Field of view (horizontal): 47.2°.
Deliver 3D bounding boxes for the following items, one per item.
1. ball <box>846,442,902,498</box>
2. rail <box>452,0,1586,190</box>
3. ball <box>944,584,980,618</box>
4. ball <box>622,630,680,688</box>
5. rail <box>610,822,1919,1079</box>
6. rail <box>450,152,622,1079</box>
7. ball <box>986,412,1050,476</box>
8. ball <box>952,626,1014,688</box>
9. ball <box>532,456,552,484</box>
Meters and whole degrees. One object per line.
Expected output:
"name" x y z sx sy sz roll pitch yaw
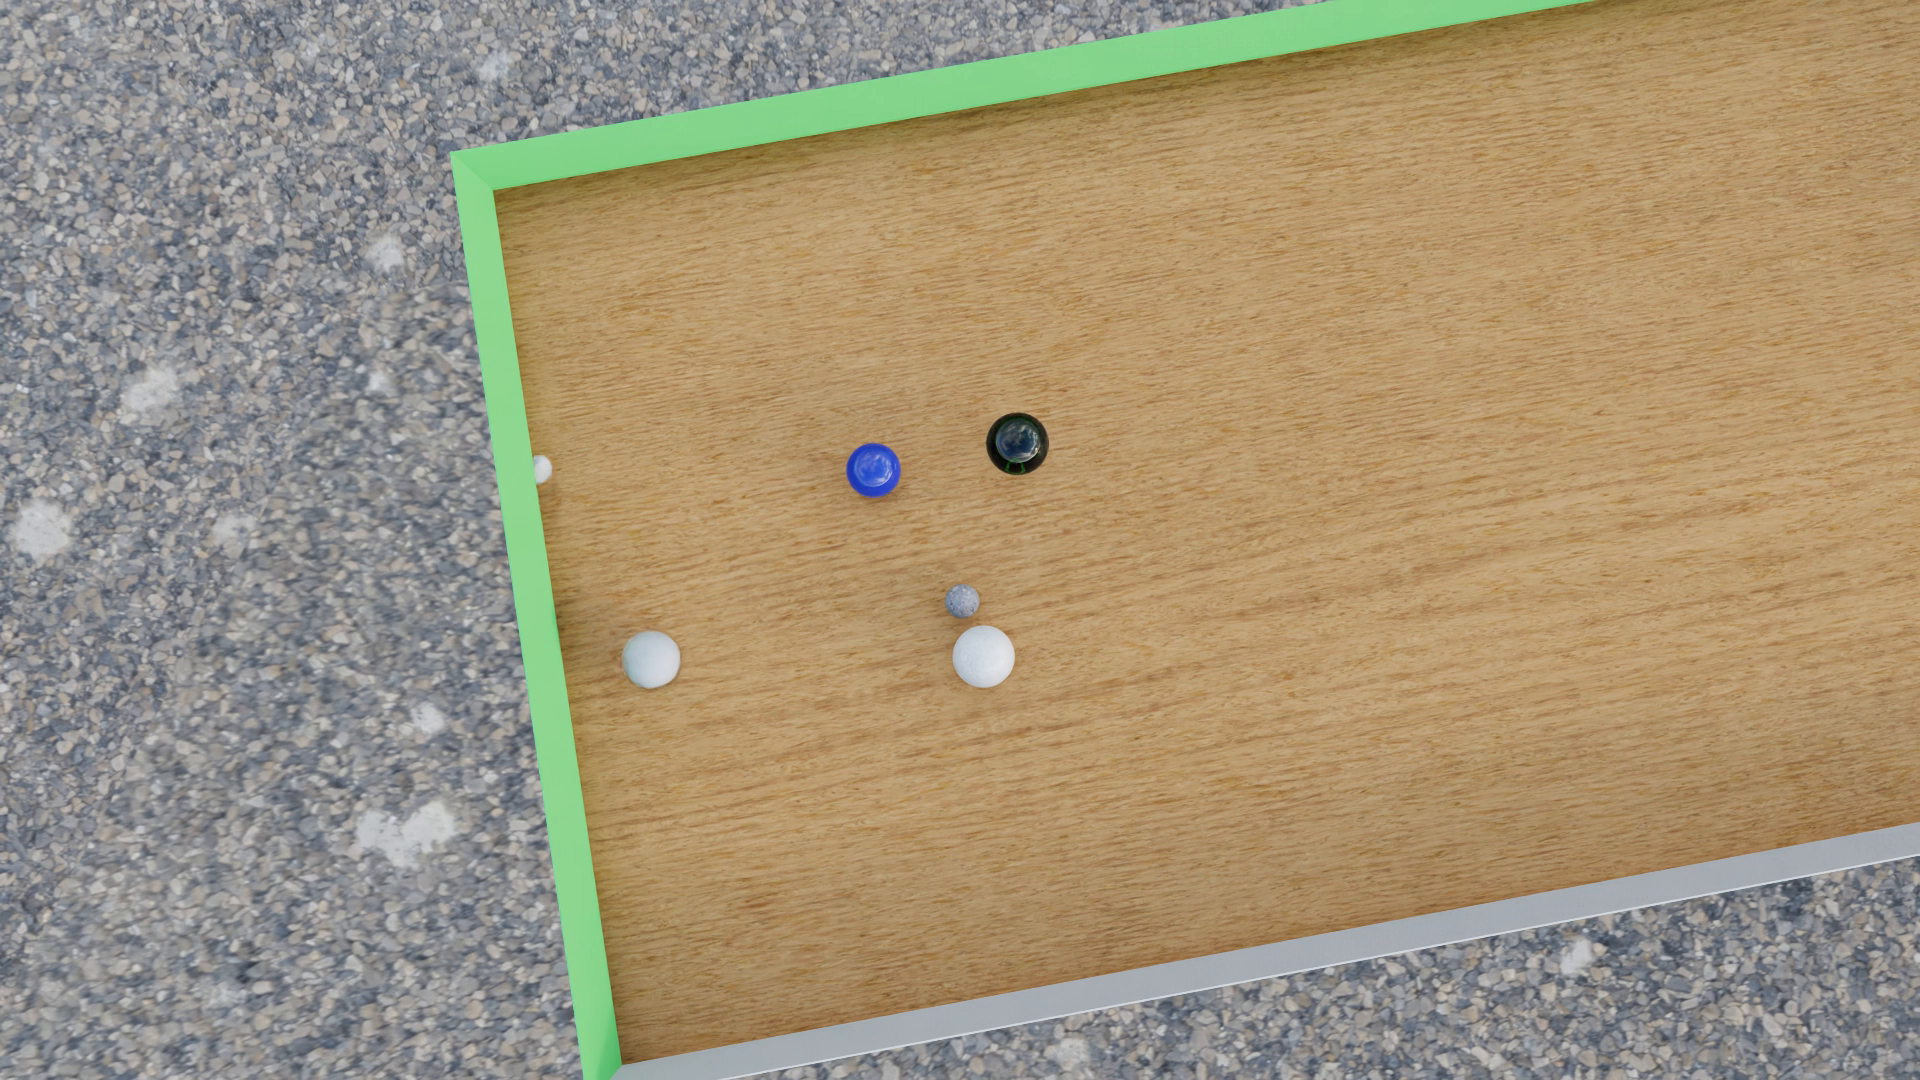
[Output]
"ball" -0.131 -0.105 3.319 0.084 0.084 0.084 0 78 0
"rail" 0.521 -0.786 3.440 2.625 0.125 0.045 -10 78 -2
"ball" 0.003 0.092 3.294 0.052 0.052 0.052 0 78 0
"ball" -0.458 0.177 3.259 0.086 0.086 0.086 0 78 0
"rail" 0.770 0.543 3.161 2.625 0.125 0.045 -10 78 -2
"rail" -0.622 0.106 3.253 0.045 0.125 1.427 -10 78 -2
"ball" 0.087 -0.145 3.321 0.096 0.096 0.096 0 78 0
"ball" 0.035 0.173 3.256 0.093 0.093 0.093 0 78 0
"ball" -0.641 -0.106 3.340 0.044 0.044 0.044 0 78 0
